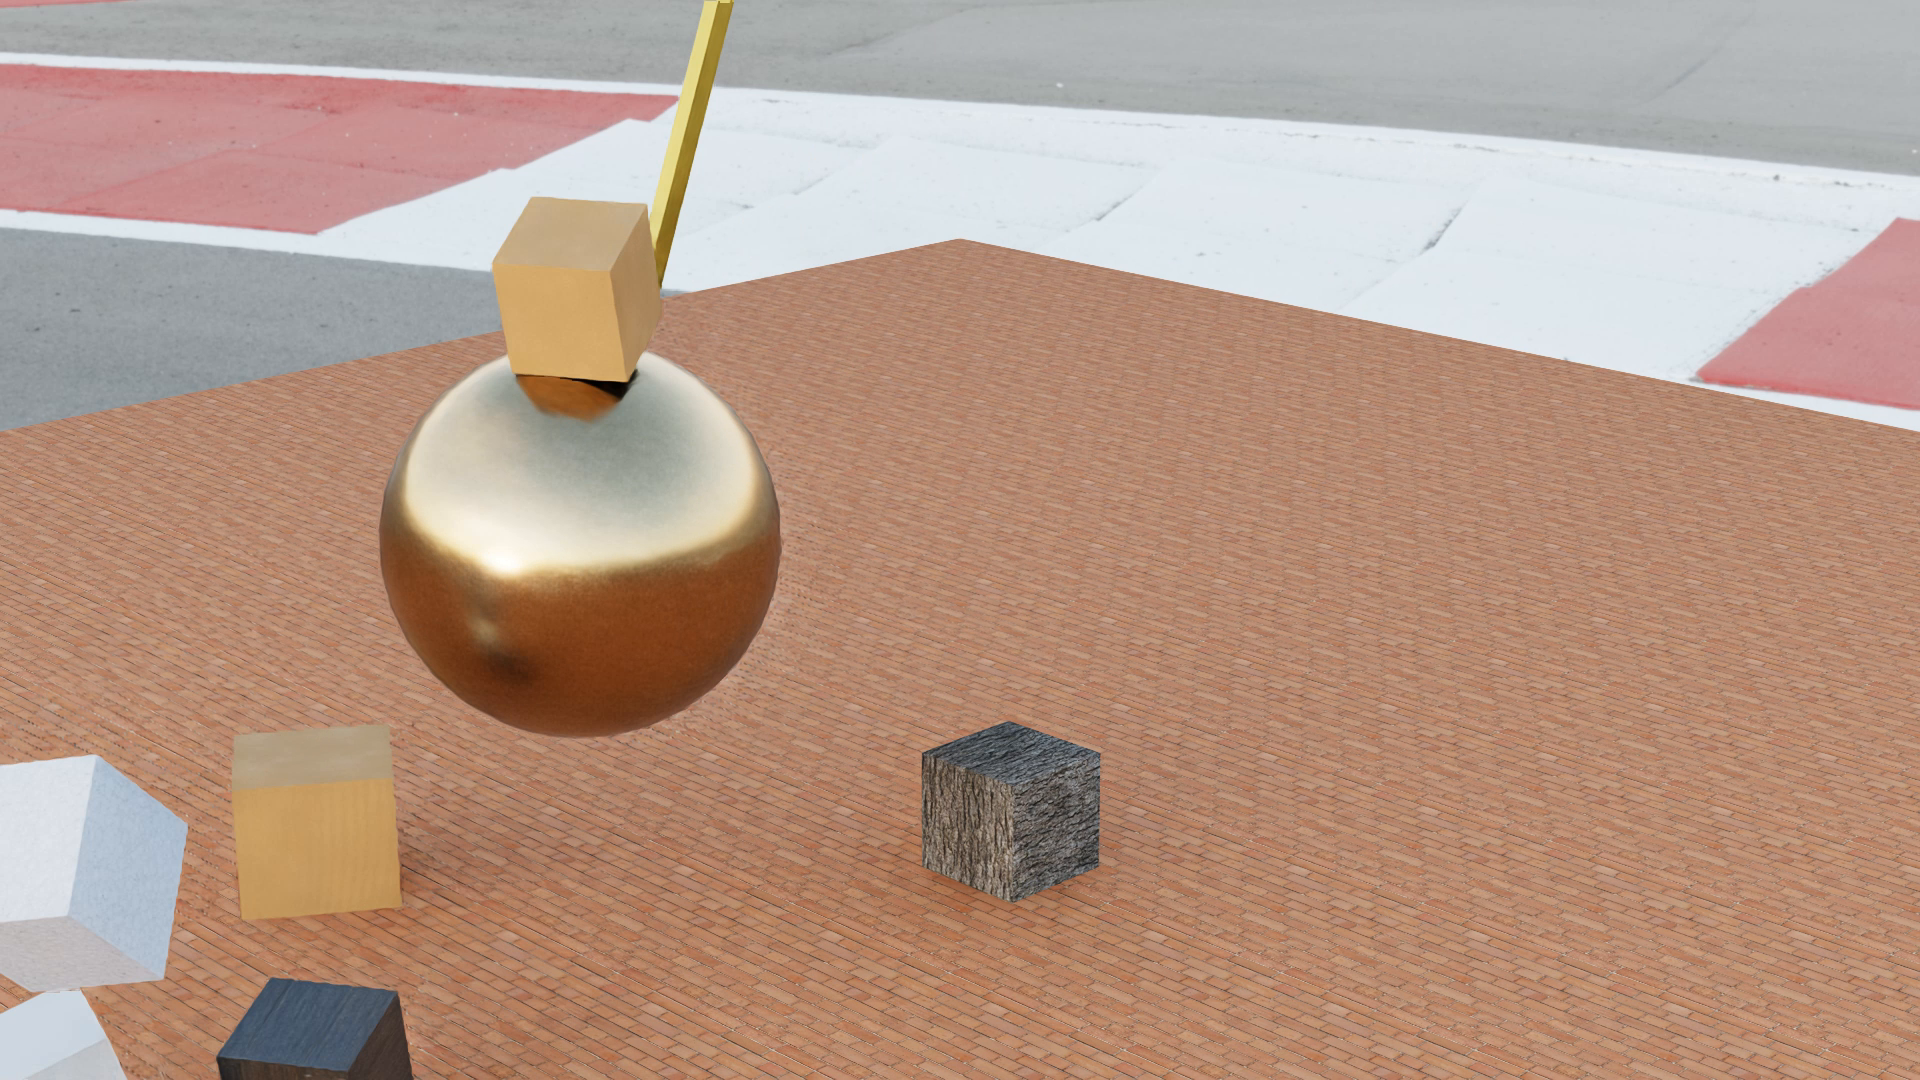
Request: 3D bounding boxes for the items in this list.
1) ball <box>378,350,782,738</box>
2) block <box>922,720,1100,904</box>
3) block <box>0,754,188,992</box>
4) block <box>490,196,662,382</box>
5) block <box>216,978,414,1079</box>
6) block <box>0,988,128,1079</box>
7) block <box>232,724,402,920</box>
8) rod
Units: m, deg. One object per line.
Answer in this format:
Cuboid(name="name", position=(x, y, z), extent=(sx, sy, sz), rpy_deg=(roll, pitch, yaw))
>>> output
Cuboid(name="ball", position=(-1.515, -0.005, 11.752), extent=(1.600, 1.600, 1.600), rpy_deg=(0, 17, 0))
Cuboid(name="block", position=(0.233, 1.239, 13.461), extent=(0.573, 0.564, 0.583), rpy_deg=(-17, 24, -42))
Cuboid(name="block", position=(-3.102, 1.160, 10.143), extent=(0.526, 0.614, 0.584), rpy_deg=(-7, 60, 15))
Cuboid(name="block", position=(-1.463, -0.966, 11.262), extent=(0.466, 0.505, 0.473), rpy_deg=(5, 39, 12))
Cuboid(name="block", position=(-2.427, 2.003, 11.074), extent=(0.522, 0.448, 0.481), rpy_deg=(4, 30, 12))
Cuboid(name="block", position=(-3.313, 2.055, 10.620), extent=(0.573, 0.570, 0.540), rpy_deg=(-26, 26, -20))
Cuboid(name="block", position=(-2.912, 1.267, 13.276), extent=(0.696, 0.622, 0.683), rpy_deg=(-4, 18, -12))
Cuboid(name="rod", position=(-0.657, -3.292, 11.619), extent=(0.080, 5.200, 0.080), rpy_deg=(17, 3, 42))
